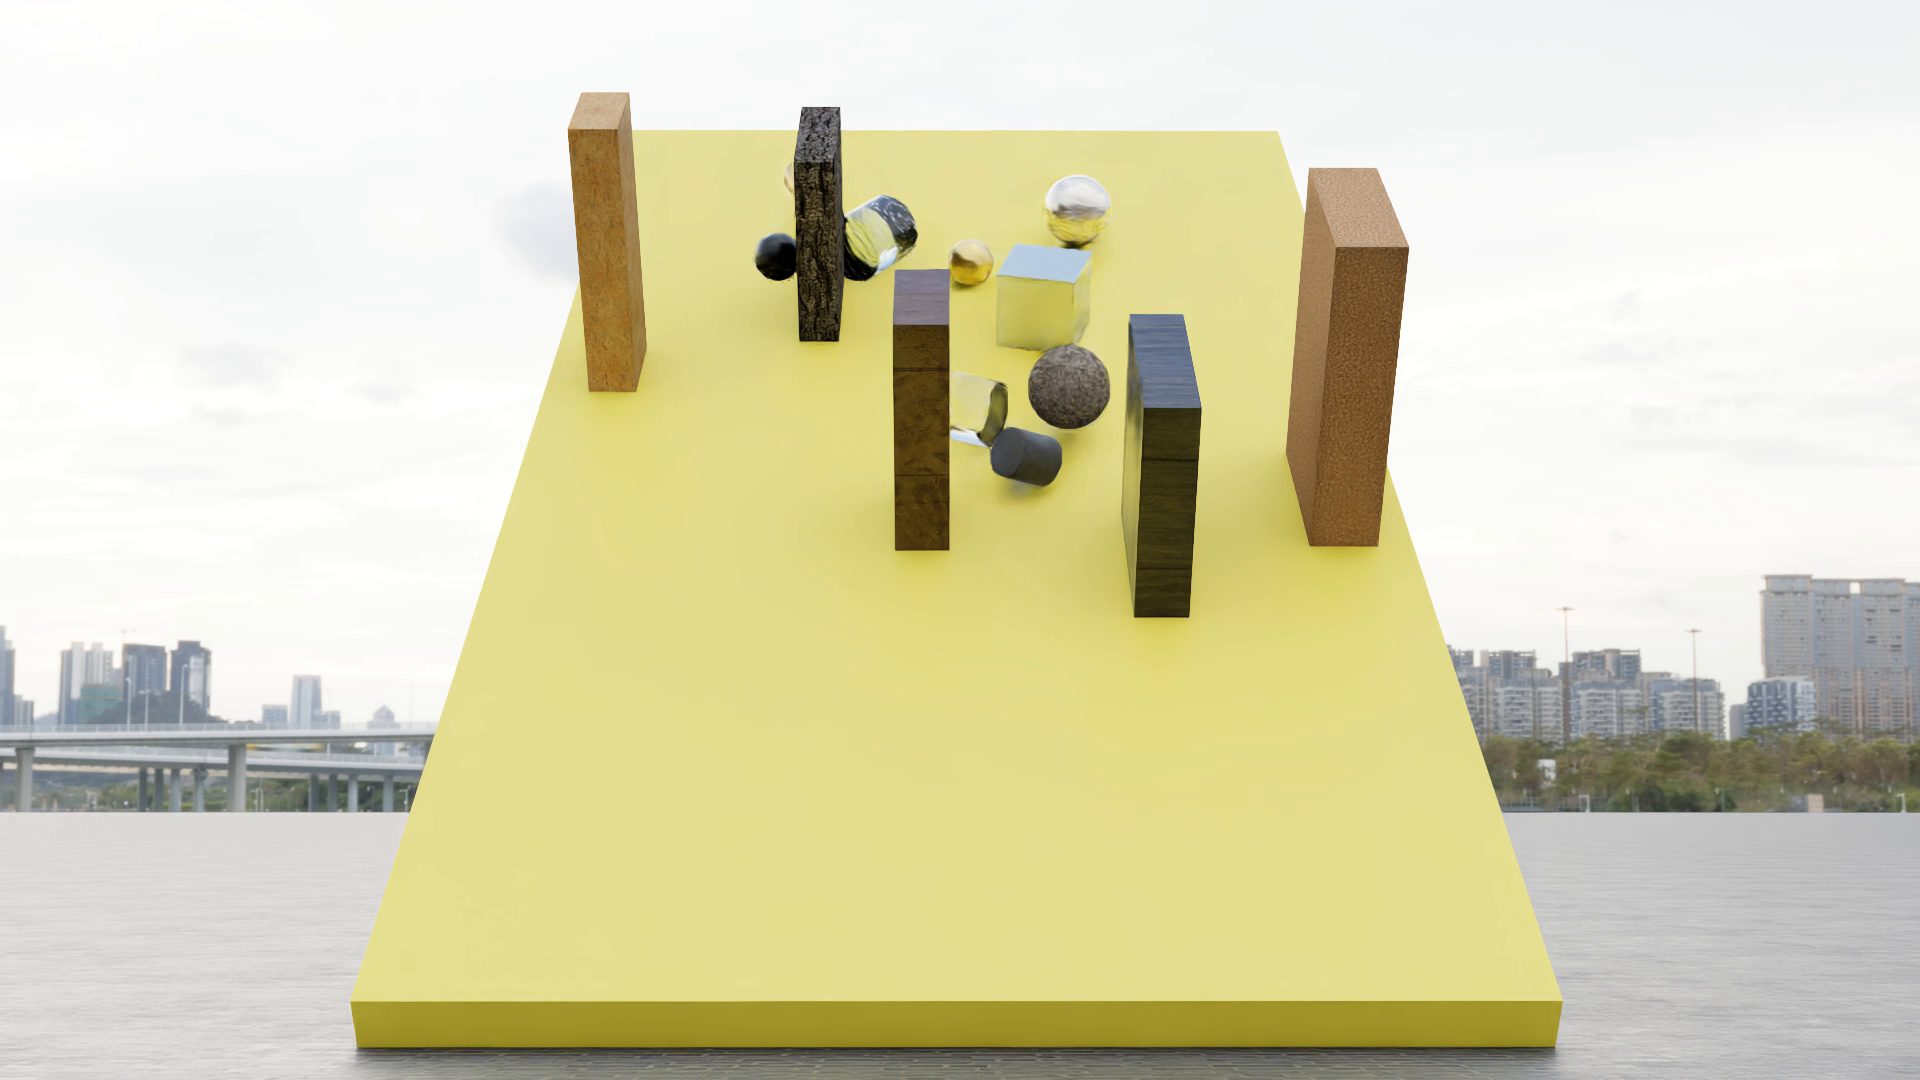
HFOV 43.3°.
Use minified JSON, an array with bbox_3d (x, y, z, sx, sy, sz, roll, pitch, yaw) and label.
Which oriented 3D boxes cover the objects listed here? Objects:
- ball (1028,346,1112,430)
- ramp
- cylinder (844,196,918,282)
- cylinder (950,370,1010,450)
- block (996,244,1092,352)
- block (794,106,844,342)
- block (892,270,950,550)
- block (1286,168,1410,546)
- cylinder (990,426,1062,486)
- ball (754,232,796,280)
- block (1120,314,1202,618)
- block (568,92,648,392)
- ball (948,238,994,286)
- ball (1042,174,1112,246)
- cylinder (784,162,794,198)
[{"bbox_3d":[0.255,-0.356,5.643,0.195,0.195,0.195,0,-6,0],"label":"ball"},{"bbox_3d":[-0.013,-0.207,5.742,2.000,0.100,4.000,0,30,0],"label":"ramp"},{"bbox_3d":[-0.239,-0.810,6.493,0.180,0.180,0.180,-5,22,38],"label":"cylinder"},{"bbox_3d":[0.011,-0.308,5.661,0.157,0.157,0.157,18,1,24],"label":"cylinder"},{"bbox_3d":[0.213,-0.612,6.139,0.200,0.200,0.200,8,31,13],"label":"block"},{"bbox_3d":[-0.358,-0.811,6.194,0.101,0.483,0.390,0,30,0],"label":"block"},{"bbox_3d":[-0.081,-0.280,5.233,0.119,0.540,0.278,0,30,0],"label":"block"},{"bbox_3d":[0.836,-0.400,5.279,0.149,0.706,0.433,0,30,0],"label":"block"},{"bbox_3d":[0.149,-0.188,5.446,0.115,0.115,0.115,13,-13,-39],"label":"cylinder"},{"bbox_3d":[-0.485,-0.755,6.450,0.128,0.128,0.128,0,-6,0],"label":"ball"},{"bbox_3d":[0.418,-0.160,5.082,0.115,0.488,0.436,0,30,0],"label":"block"},{"bbox_3d":[-0.846,-0.715,5.837,0.115,0.675,0.247,0,30,0],"label":"block"},{"bbox_3d":[0.028,-0.737,6.427,0.124,0.124,0.124,0,-6,0],"label":"ball"},{"bbox_3d":[0.322,-0.905,6.648,0.193,0.193,0.193,0,-6,0],"label":"ball"},{"bbox_3d":[-0.419,-0.988,6.752,0.114,0.114,0.114,-20,-38,-16],"label":"cylinder"}]
